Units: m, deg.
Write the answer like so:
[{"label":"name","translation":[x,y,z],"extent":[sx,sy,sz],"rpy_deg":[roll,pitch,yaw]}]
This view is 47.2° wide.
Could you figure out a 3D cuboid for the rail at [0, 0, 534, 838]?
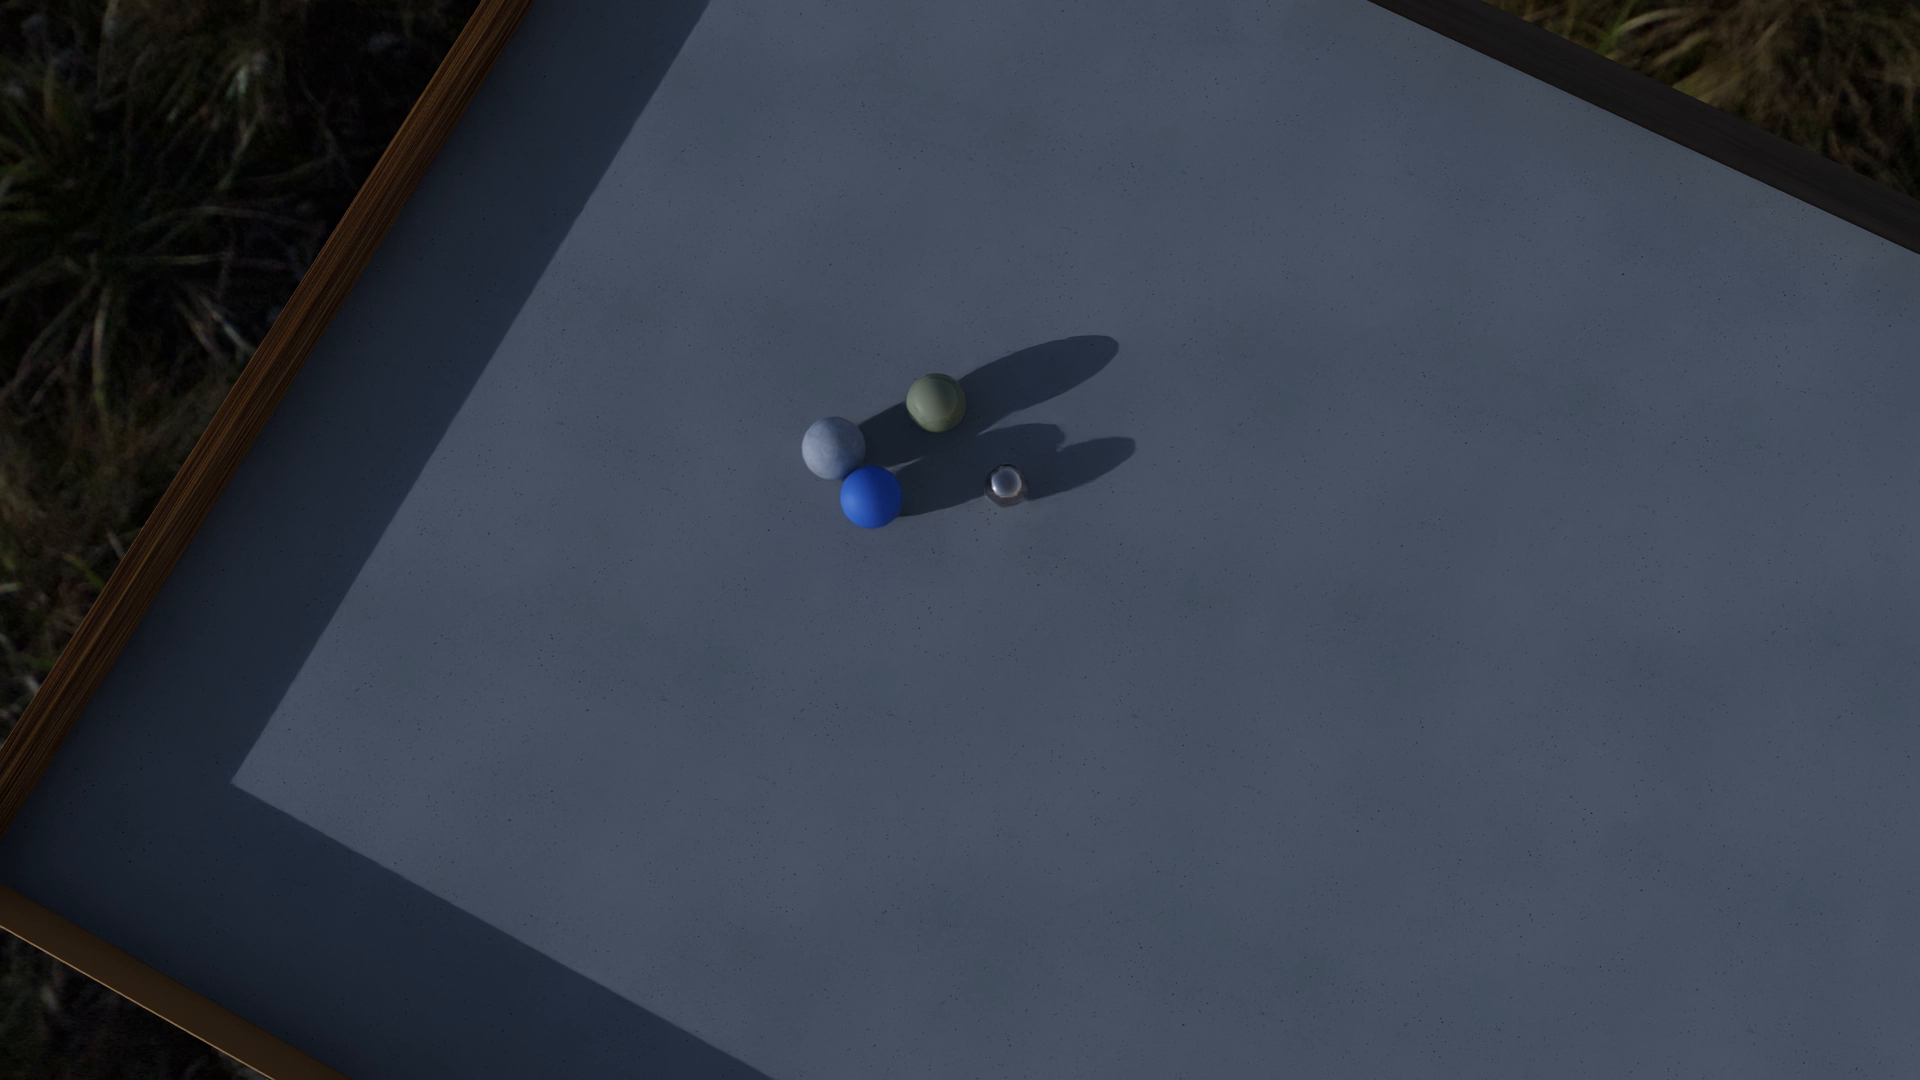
[{"label":"rail","translation":[-0.929,-0.474,3.445],"extent":[0.045,0.128,2.299],"rpy_deg":[27,77,7]}]

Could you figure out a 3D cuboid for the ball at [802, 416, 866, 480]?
[{"label":"ball","translation":[-0.193,-0.140,3.372],"extent":[0.098,0.098,0.098],"rpy_deg":[0,75,0]}]

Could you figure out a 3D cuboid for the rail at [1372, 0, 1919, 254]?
[{"label":"rail","translation":[1.472,-0.487,3.449],"extent":[4.288,0.128,0.045],"rpy_deg":[27,77,7]}]

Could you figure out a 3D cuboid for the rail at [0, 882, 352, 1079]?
[{"label":"rail","translation":[0.428,1.439,2.931],"extent":[4.288,0.128,0.045],"rpy_deg":[27,77,7]}]

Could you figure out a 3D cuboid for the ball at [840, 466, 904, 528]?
[{"label":"ball","translation":[-0.134,-0.065,3.353],"extent":[0.097,0.097,0.097],"rpy_deg":[0,75,0]}]

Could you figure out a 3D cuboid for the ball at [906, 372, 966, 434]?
[{"label":"ball","translation":[-0.037,-0.211,3.393],"extent":[0.094,0.094,0.094],"rpy_deg":[0,75,0]}]

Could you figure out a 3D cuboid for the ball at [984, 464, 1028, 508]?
[{"label":"ball","translation":[0.071,-0.083,3.373],"extent":[0.066,0.066,0.066],"rpy_deg":[0,75,0]}]
